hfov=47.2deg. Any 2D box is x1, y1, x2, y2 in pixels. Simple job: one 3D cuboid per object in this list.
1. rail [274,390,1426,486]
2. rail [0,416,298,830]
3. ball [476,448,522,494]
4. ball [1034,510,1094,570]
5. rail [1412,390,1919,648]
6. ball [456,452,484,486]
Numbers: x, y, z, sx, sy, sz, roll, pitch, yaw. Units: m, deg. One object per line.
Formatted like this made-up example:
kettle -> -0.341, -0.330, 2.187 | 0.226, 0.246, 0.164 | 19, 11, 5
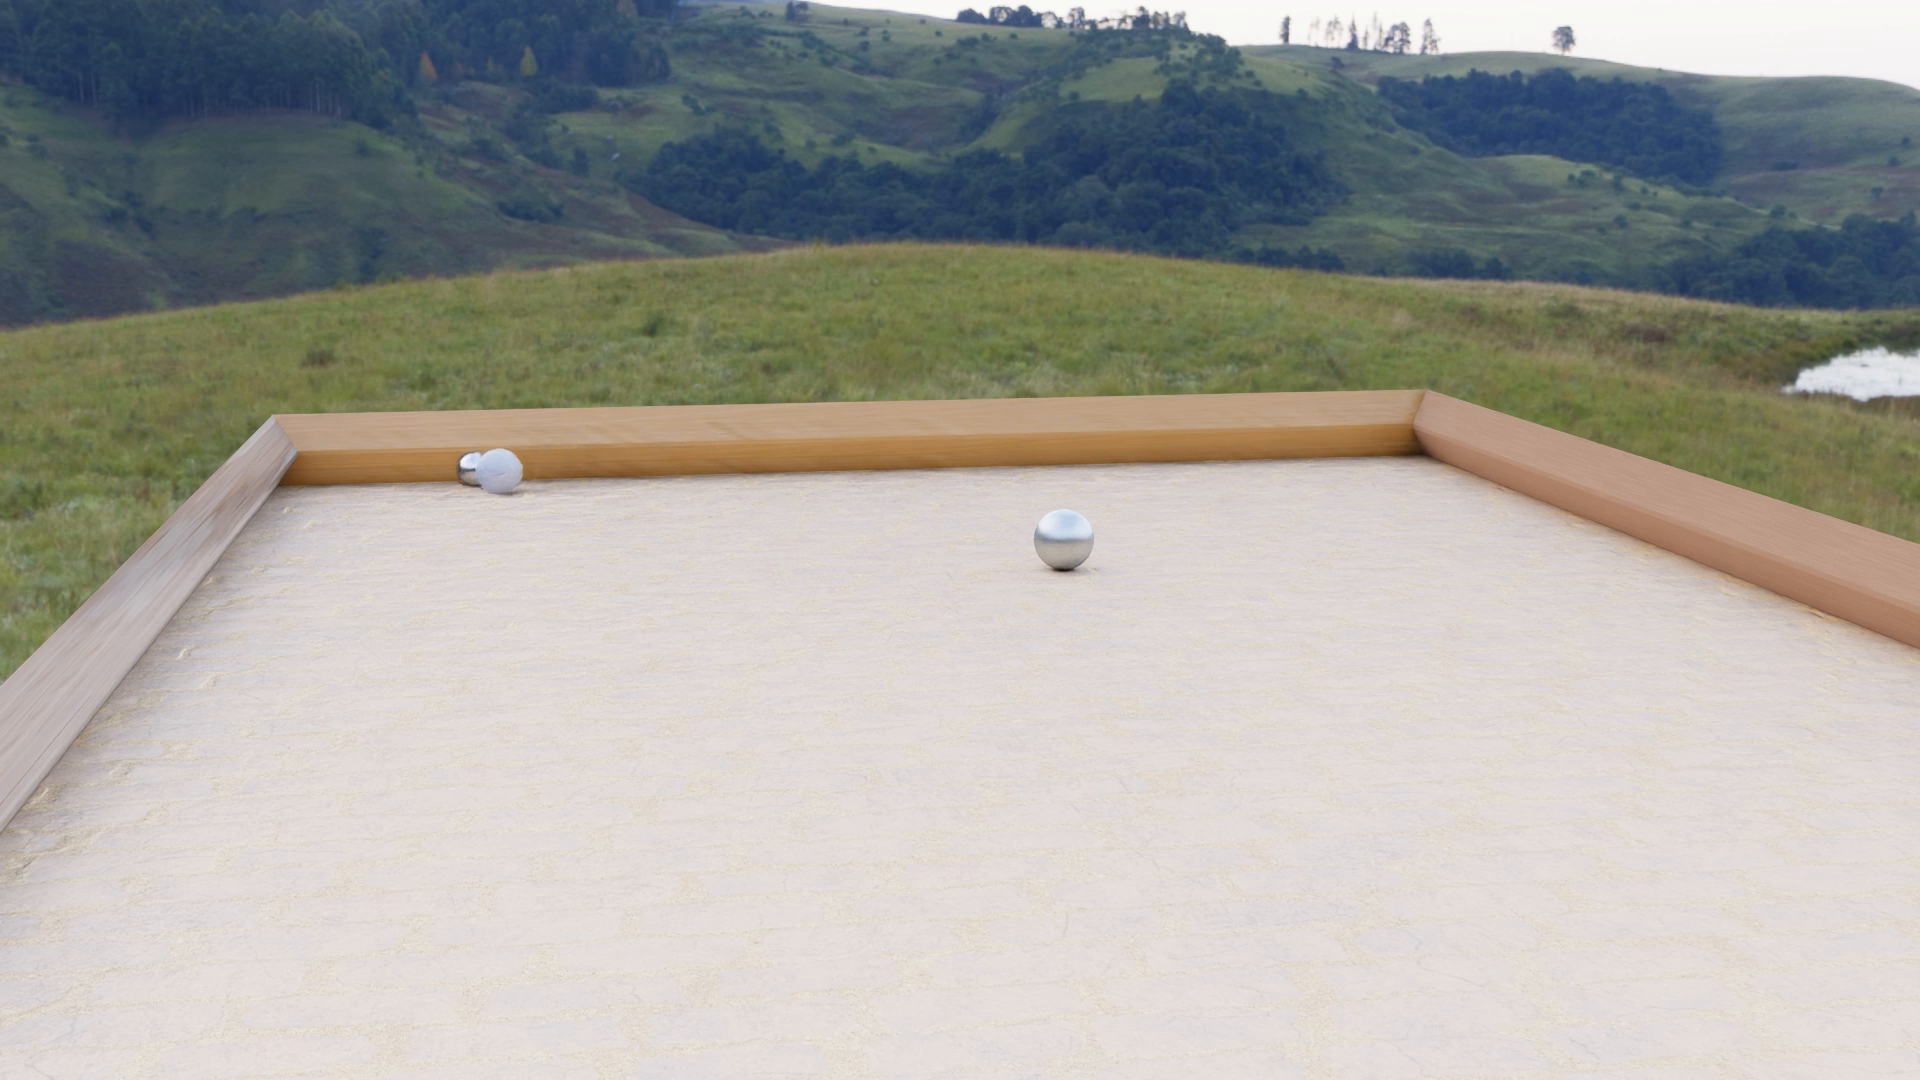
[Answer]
rail -> -0.150, -0.187, 3.997 | 2.121, 0.124, 0.045 | -2, 11, -10
rail -> -0.867, 0.174, 2.112 | 0.045, 0.124, 3.581 | -2, 11, -10
ball -> -0.788, -0.118, 3.765 | 0.077, 0.077, 0.077 | 0, 11, 0
ball -> 0.148, 0.000, 3.130 | 0.086, 0.086, 0.086 | 0, 11, 0
rail -> 1.175, 0.107, 2.462 | 0.045, 0.124, 3.581 | -2, 11, -10
ball -> -0.850, -0.124, 3.845 | 0.060, 0.060, 0.060 | 0, 11, 0
